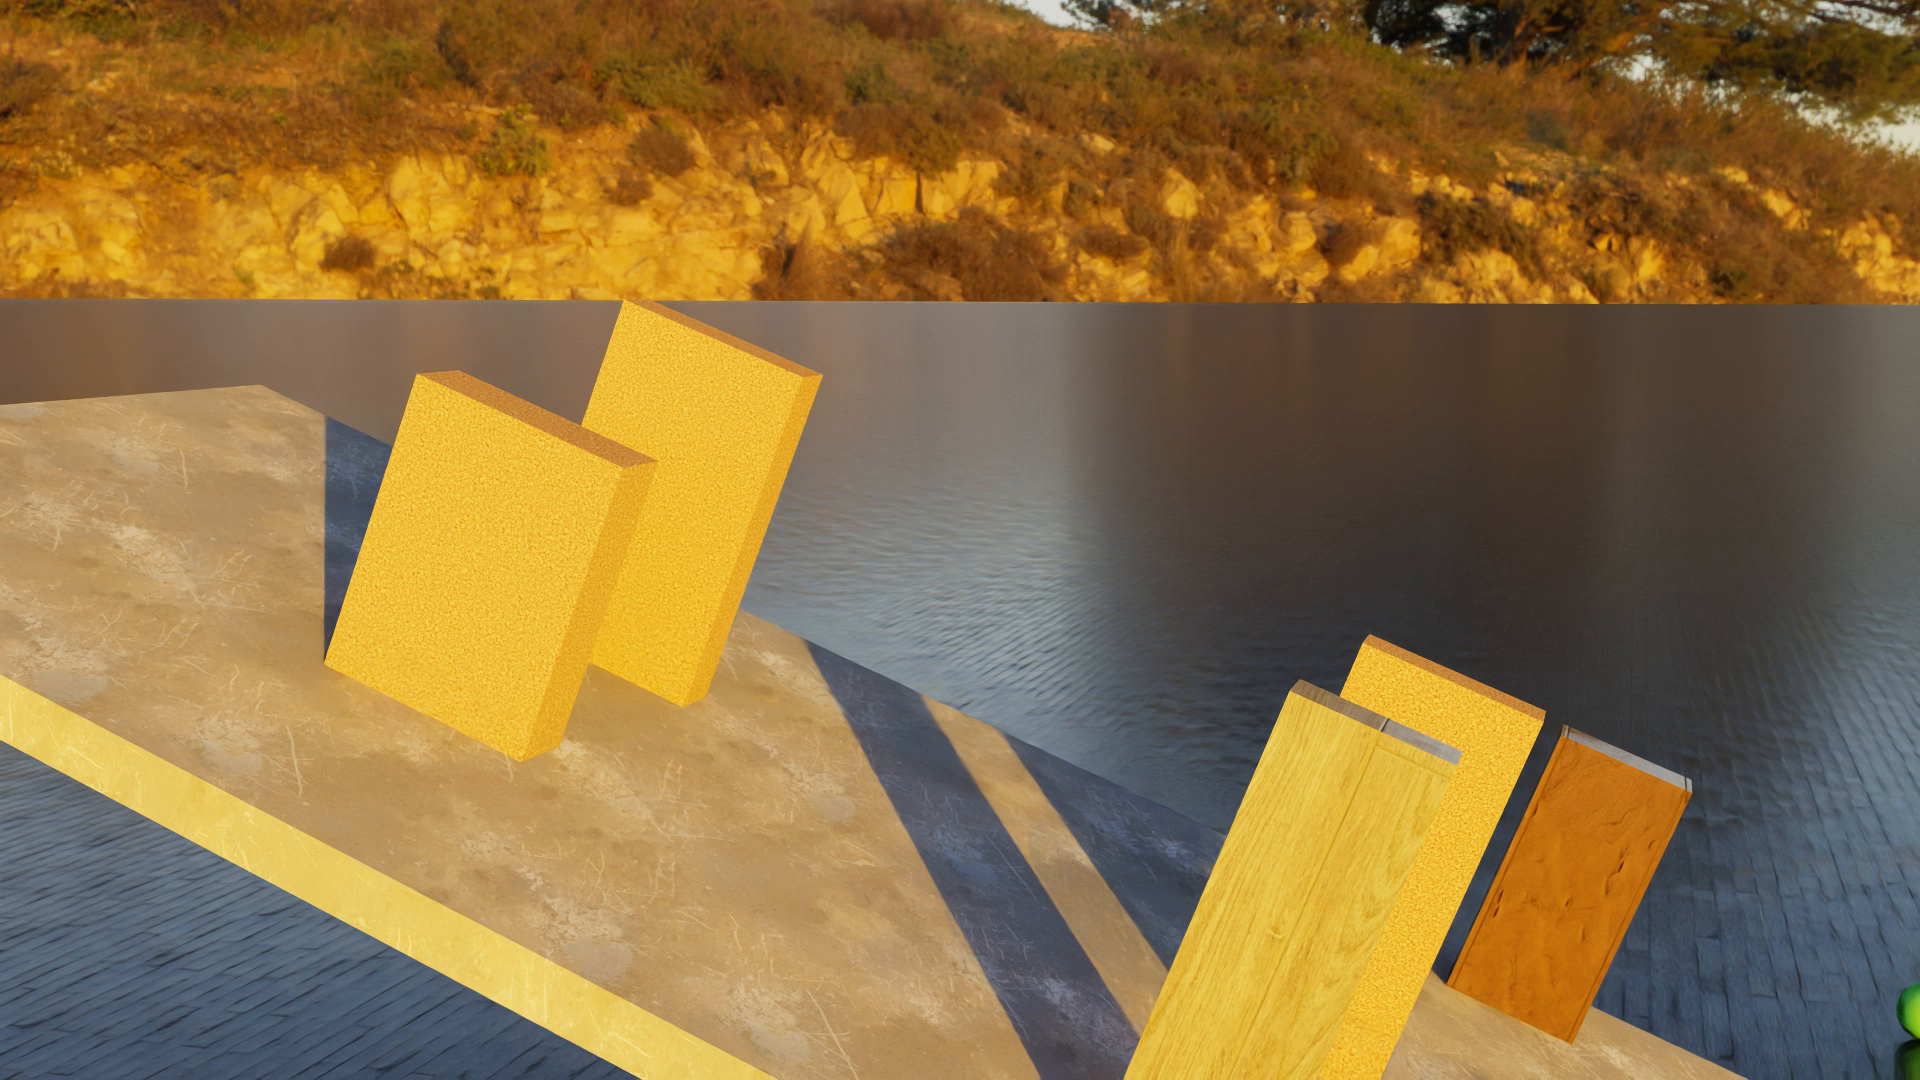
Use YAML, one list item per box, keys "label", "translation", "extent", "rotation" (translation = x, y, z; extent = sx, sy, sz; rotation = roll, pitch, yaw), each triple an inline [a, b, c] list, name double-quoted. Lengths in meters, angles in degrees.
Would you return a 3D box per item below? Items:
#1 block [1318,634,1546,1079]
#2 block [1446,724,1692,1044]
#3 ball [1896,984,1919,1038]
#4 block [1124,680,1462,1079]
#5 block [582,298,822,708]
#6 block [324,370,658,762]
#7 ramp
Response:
- label: "block"
  translation: [0.719, 0.575, 3.860]
  extent: [0.326, 0.744, 0.099]
  rotation: [24, 13, 13]
- label: "block"
  translation: [1.252, 0.708, 4.532]
  extent: [0.275, 0.583, 0.121]
  rotation: [24, 13, 13]
- label: "ball"
  translation: [2.341, 1.142, 5.323]
  extent: [0.138, 0.138, 0.138]
  rotation: [0, 7, 0]
- label: "block"
  translation: [0.451, 0.612, 3.190]
  extent: [0.251, 0.781, 0.098]
  rotation: [24, 13, 13]
- label: "block"
  translation: [-0.602, -0.078, 4.500]
  extent: [0.411, 0.725, 0.114]
  rotation: [24, 13, 13]
- label: "block"
  translation: [-0.847, 0.042, 3.961]
  extent: [0.426, 0.570, 0.145]
  rotation: [24, 13, 13]
- label: "ramp"
  translation: [-0.313, 0.559, 4.198]
  extent: [4.000, 0.100, 2.000]
  rotation: [24, 13, 13]
